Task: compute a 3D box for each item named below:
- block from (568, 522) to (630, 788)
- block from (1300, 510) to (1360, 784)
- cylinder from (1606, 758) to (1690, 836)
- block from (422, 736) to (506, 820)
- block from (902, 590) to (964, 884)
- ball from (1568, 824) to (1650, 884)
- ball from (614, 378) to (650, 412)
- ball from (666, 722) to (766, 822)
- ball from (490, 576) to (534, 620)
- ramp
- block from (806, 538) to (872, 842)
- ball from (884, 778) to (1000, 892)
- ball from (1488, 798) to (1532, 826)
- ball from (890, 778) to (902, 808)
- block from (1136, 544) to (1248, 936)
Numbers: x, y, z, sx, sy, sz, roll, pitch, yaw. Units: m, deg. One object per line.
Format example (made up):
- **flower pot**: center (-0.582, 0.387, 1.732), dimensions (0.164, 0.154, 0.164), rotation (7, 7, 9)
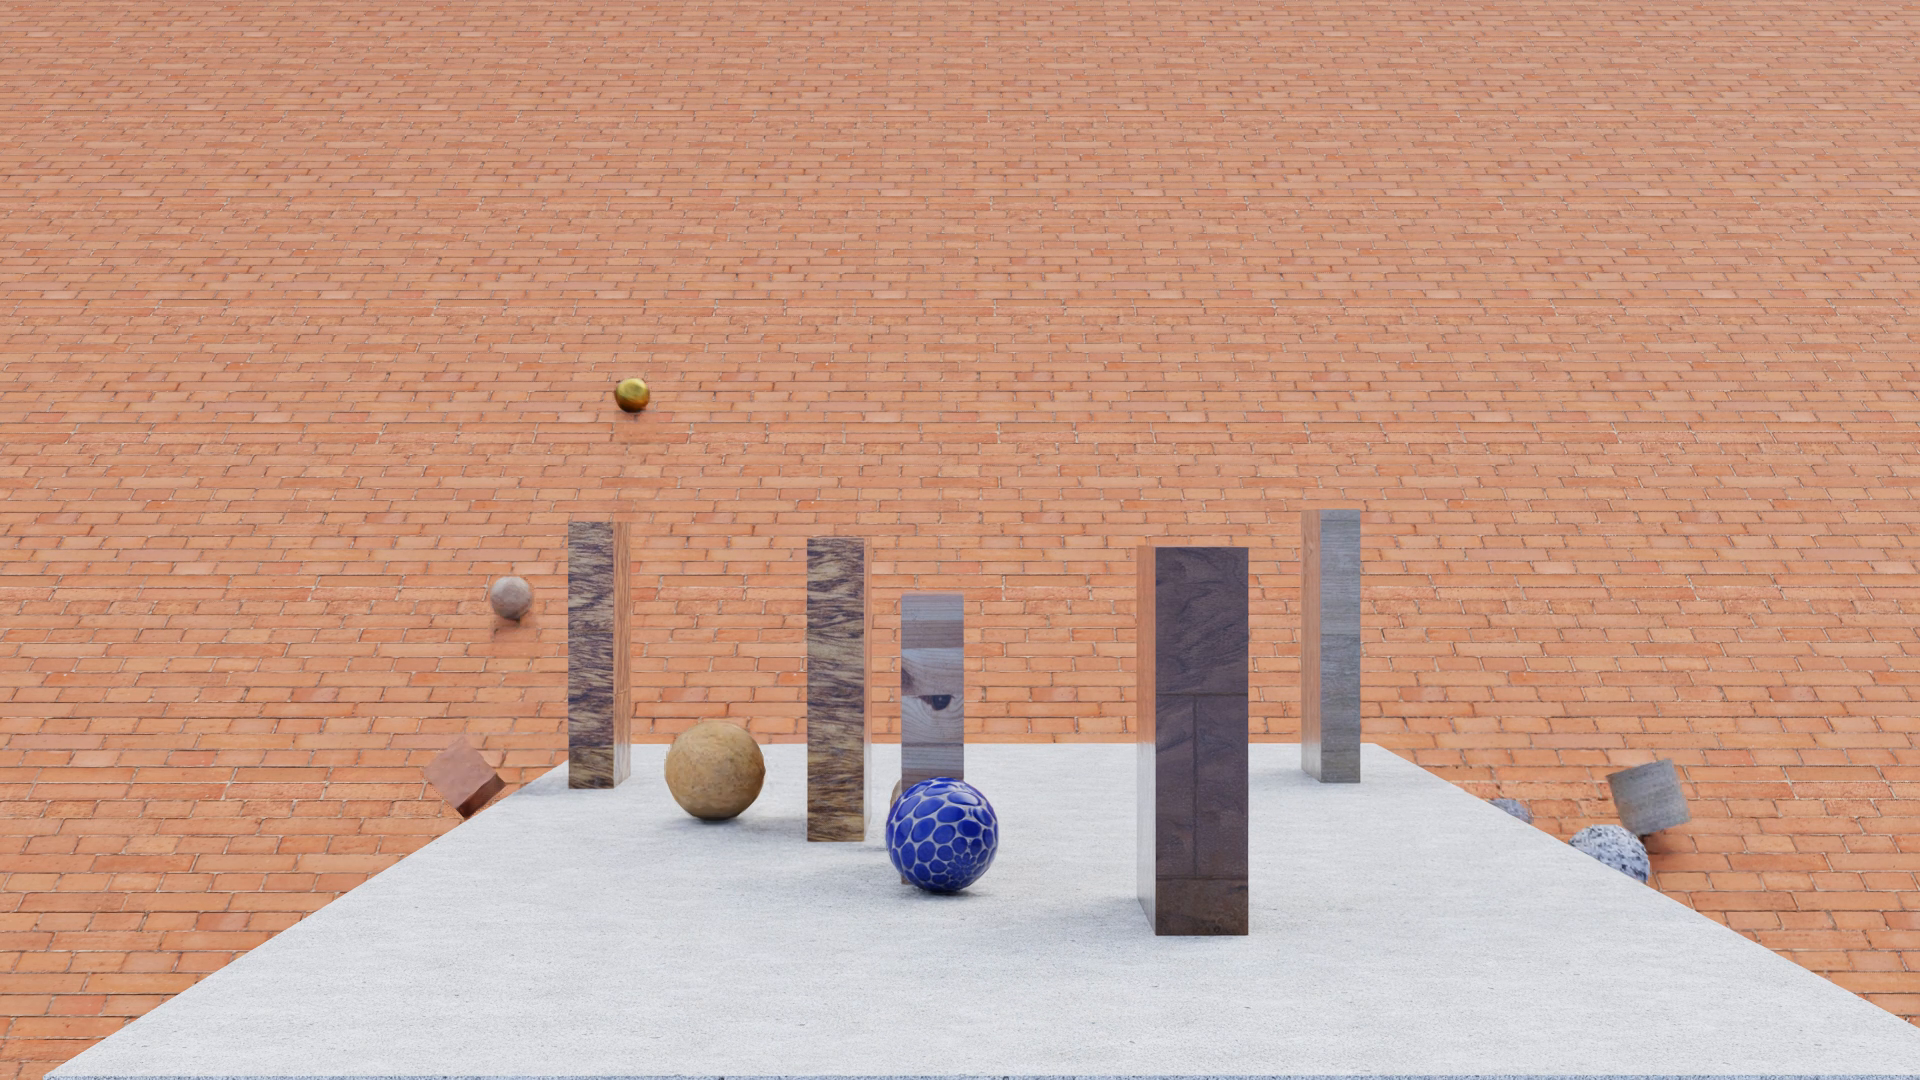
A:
- **block**: center (-0.785, 0.244, 5.640), dimensions (0.096, 0.569, 0.292), rotation (0, 0, 0)
- **block**: center (0.826, 0.229, 5.774), dimensions (0.086, 0.595, 0.325), rotation (0, 0, 0)
- **cylinder**: center (1.696, 0.636, 6.371), dimensions (0.162, 0.162, 0.162), rotation (-15, -9, -2)
- **block**: center (-1.057, 0.508, 5.513), dimensions (0.113, 0.113, 0.113), rotation (-42, 76, -12)
- **block**: center (-0.043, 0.311, 4.176), dimensions (0.098, 0.451, 0.292), rotation (0, 0, 0)
- **ball**: center (1.349, 0.683, 5.407), dimensions (0.180, 0.180, 0.180), rotation (0, 29, 0)
- **ball**: center (-1.076, -0.476, 8.491), dimensions (0.116, 0.116, 0.116), rotation (0, 29, 0)
- **ball**: center (-0.464, 0.438, 4.902), dimensions (0.189, 0.189, 0.189), rotation (0, 29, 0)
- **ball**: center (-1.272, 0.162, 7.333), dimensions (0.123, 0.123, 0.123), rotation (0, 29, 0)
- **ramp**: center (0.065, 0.584, 4.631), dimensions (2.000, 0.100, 4.000), rotation (0, 0, 0)
- **block**: center (-0.220, 0.264, 4.774), dimensions (0.101, 0.537, 0.408), rotation (0, 0, 0)
- **ball**: center (-0.027, 0.450, 3.943), dimensions (0.175, 0.175, 0.175), rotation (0, 29, 0)
- **ball**: center (1.212, 0.636, 5.766), dimensions (0.122, 0.122, 0.122), rotation (0, 29, 0)
- **ball**: center (-0.054, 0.465, 4.535), dimensions (0.138, 0.138, 0.138), rotation (0, 29, 0)
- **block**: center (0.330, 0.274, 3.711), dimensions (0.127, 0.530, 0.373), rotation (0, 0, 0)
